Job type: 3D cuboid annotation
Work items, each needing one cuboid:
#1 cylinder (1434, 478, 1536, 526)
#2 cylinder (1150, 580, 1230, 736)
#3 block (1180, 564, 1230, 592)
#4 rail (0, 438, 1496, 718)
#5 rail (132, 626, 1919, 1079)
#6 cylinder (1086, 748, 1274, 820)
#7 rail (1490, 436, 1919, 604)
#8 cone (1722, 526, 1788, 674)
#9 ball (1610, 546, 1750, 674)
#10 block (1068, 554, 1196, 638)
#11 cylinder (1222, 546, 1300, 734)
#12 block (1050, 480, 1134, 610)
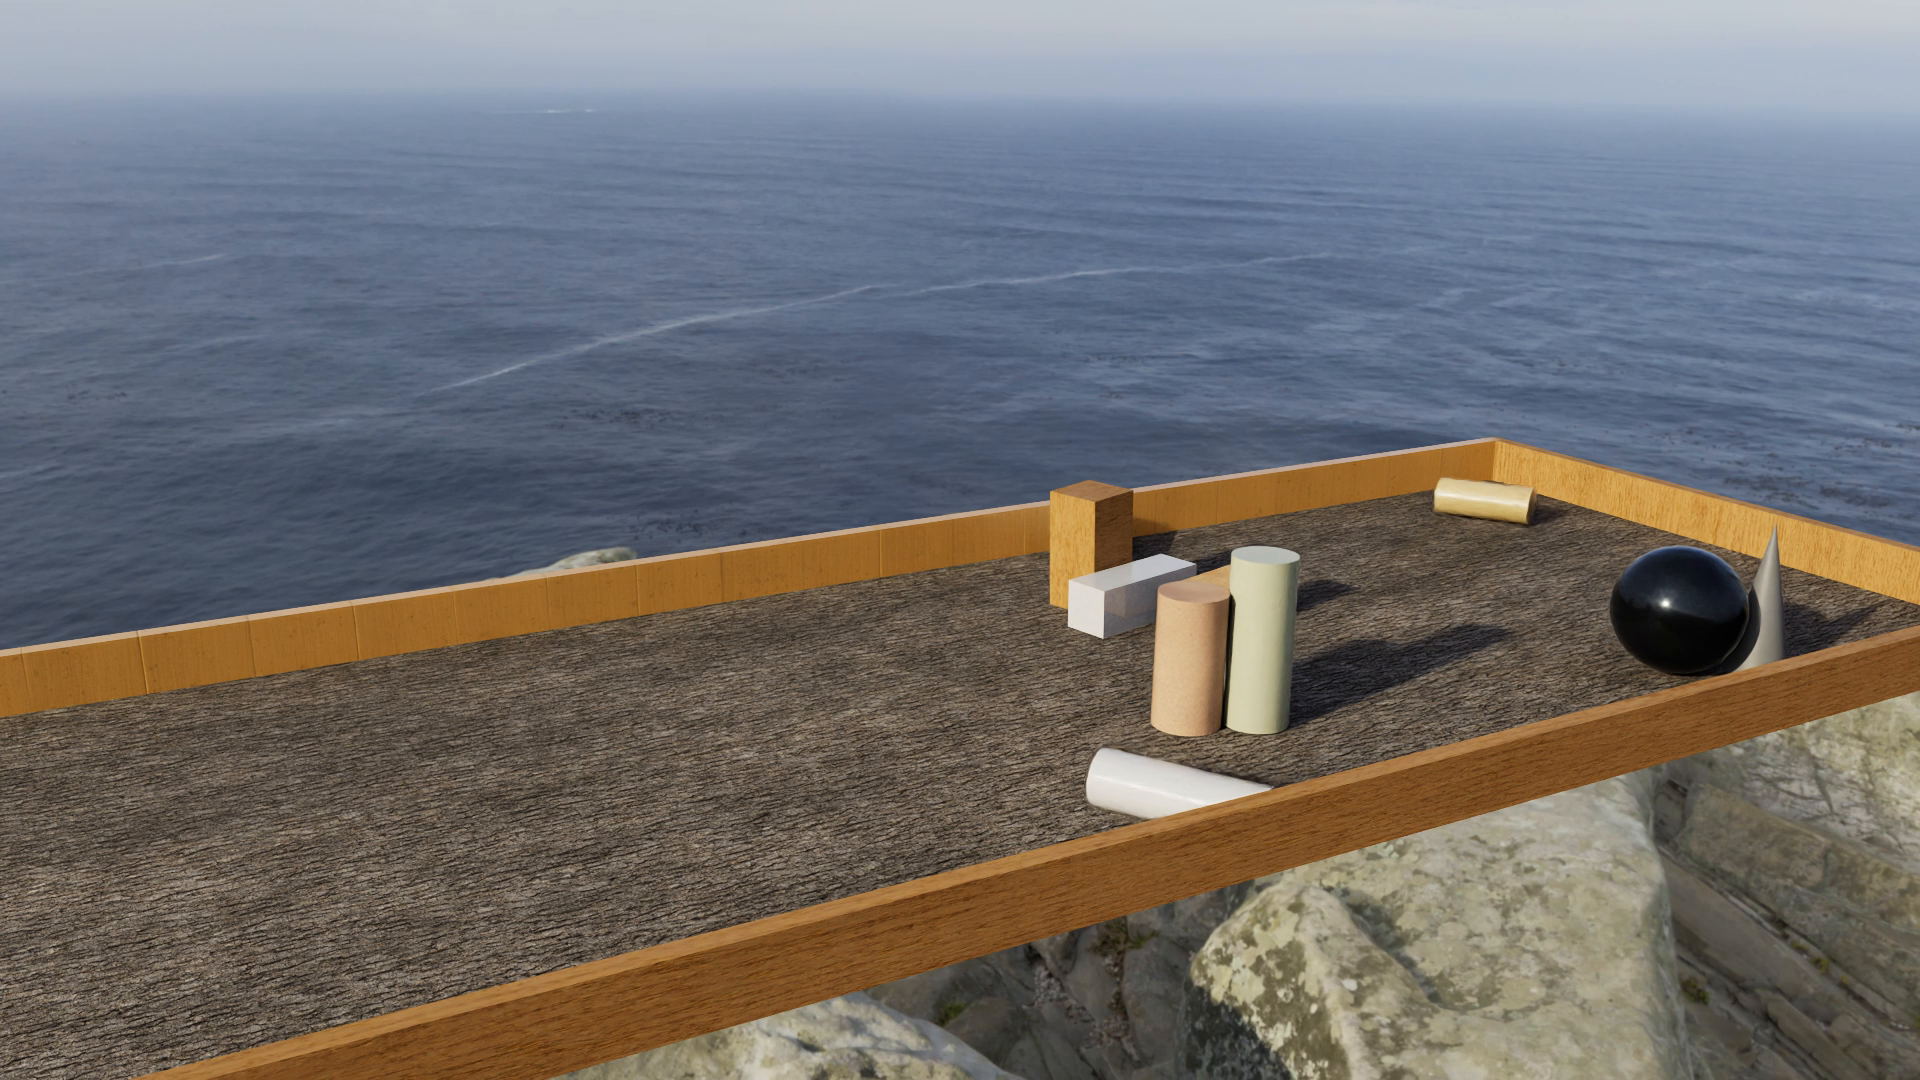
[{"bbox_3d":[1.777,-0.132,5.587,0.308,0.122,0.122,9,19,29],"label":"cylinder"},{"bbox_3d":[0.535,0.275,3.839,0.165,0.324,0.165,1,16,0],"label":"cylinder"},{"bbox_3d":[0.756,0.161,4.564,0.396,0.136,0.136,-15,22,-41],"label":"block"},{"bbox_3d":[-3.305,0.497,3.399,12.000,0.150,0.050,-9,18,-27],"label":"rail"},{"bbox_3d":[-2.336,1.006,1.665,12.000,0.150,0.050,-9,18,-27],"label":"rail"},{"bbox_3d":[0.452,0.522,3.357,0.374,0.124,0.124,10,19,30],"label":"cylinder"},{"bbox_3d":[2.466,-0.048,5.253,0.050,0.150,2.100,-9,18,-27],"label":"rail"},{"bbox_3d":[2.033,0.145,4.163,0.158,0.394,0.158,0,16,0],"label":"cone"},{"bbox_3d":[1.820,0.176,4.177,0.326,0.326,0.326,0,16,0],"label":"ball"},{"bbox_3d":[0.483,0.153,4.597,0.374,0.134,0.134,-14,21,-39],"label":"block"},{"bbox_3d":[0.698,0.232,3.834,0.155,0.409,0.155,1,15,0],"label":"cylinder"},{"bbox_3d":[0.372,0.022,4.680,0.165,0.336,0.165,-17,23,-42],"label":"block"}]
